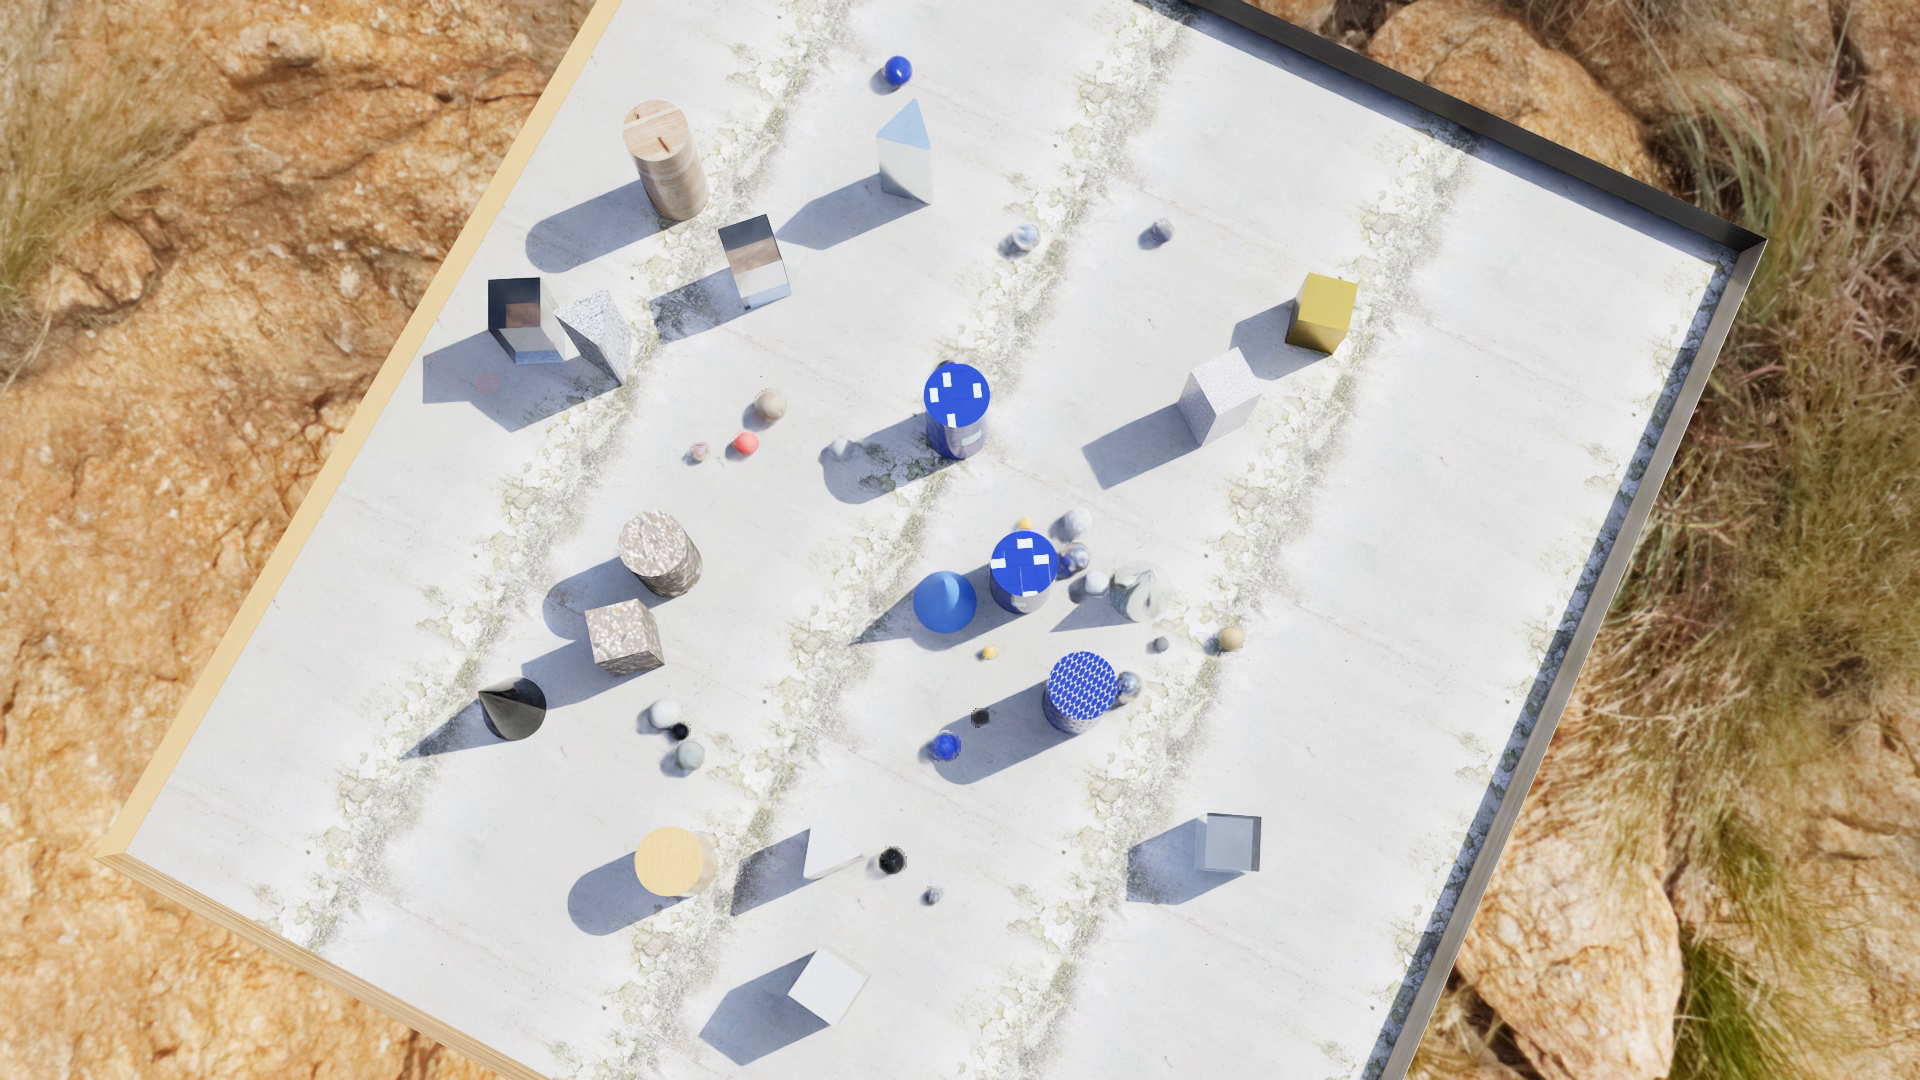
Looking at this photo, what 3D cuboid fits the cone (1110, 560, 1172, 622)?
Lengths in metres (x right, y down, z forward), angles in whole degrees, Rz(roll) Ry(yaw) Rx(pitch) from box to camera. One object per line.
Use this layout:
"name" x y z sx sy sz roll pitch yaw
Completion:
"cone" 0.552 0.120 5.414 0.194 0.348 0.194 0 78 0

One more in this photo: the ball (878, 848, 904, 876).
"ball" -0.201 0.945 5.381 0.078 0.078 0.078 0 78 0

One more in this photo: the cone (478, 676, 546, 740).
"cone" -1.340 0.464 5.301 0.194 0.431 0.194 0 78 0

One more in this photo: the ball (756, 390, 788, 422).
"ball" -0.580 -0.413 5.653 0.097 0.097 0.097 0 78 0

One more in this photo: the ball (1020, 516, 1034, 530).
"ball" 0.204 -0.049 5.604 0.044 0.044 0.044 0 78 0

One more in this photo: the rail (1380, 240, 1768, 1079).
"rail" 1.606 0.793 5.387 0.045 0.126 3.936 26 80 5

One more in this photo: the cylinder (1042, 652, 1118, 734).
"cylinder" 0.343 0.448 5.316 0.194 0.407 0.194 0 78 0

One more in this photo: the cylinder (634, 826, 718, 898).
"cylinder" -0.814 0.929 5.272 0.194 0.299 0.194 0 78 0

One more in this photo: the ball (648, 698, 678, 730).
"ball" -0.884 0.518 5.463 0.090 0.090 0.090 0 78 0

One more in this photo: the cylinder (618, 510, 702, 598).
"cylinder" -0.883 0.045 5.427 0.194 0.353 0.194 0 78 0

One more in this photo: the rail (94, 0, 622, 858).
"rail" -1.606 -0.780 5.713 0.045 0.126 3.936 26 80 5

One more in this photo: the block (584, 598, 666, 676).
"block" -0.984 0.291 5.400 0.155 0.306 0.155 -14 79 -3

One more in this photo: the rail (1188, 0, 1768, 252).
"rail" 0.870 -1.697 5.902 3.638 0.126 0.045 26 80 5

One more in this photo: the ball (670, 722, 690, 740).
"ball" -0.835 0.572 5.470 0.055 0.055 0.055 0 78 0

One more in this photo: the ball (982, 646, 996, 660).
"ball" 0.089 0.338 5.525 0.041 0.041 0.041 0 78 0

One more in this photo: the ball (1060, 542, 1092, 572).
"ball" 0.351 0.052 5.558 0.093 0.093 0.093 0 78 0

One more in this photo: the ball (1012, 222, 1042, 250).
"ball" 0.212 -0.956 5.768 0.090 0.090 0.090 0 78 0

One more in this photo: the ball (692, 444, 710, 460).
"ball" -0.800 -0.271 5.645 0.054 0.054 0.054 0 78 0

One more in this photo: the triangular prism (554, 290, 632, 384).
"triangular prism" -1.072 -0.630 5.534 0.168 0.417 0.145 35 80 7

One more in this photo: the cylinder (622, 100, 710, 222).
"cylinder" -0.895 -1.155 5.614 0.194 0.472 0.194 0 78 0

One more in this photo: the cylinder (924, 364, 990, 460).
"cylinder" -0.009 -0.381 5.499 0.194 0.384 0.194 0 78 0

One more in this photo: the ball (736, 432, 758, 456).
"ball" -0.656 -0.297 5.641 0.072 0.072 0.072 0 78 0

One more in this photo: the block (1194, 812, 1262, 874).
"block" 0.774 0.880 5.308 0.155 0.248 0.155 4 78 1

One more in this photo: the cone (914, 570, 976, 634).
"cone" -0.046 0.152 5.400 0.194 0.363 0.194 0 78 0

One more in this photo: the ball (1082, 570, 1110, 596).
"ball" 0.412 0.130 5.547 0.083 0.083 0.083 0 78 0

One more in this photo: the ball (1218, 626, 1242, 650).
"ball" 0.813 0.297 5.518 0.073 0.073 0.073 0 78 0

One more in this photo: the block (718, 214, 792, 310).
"block" -0.628 -0.851 5.632 0.155 0.315 0.155 -19 79 -4

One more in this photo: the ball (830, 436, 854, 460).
"ball" -0.365 -0.281 5.637 0.074 0.074 0.074 0 78 0

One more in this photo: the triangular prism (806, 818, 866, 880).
"triangular prism" -0.384 0.875 5.287 0.168 0.291 0.145 -22 79 -4

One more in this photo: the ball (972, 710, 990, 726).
"ball" 0.064 0.533 5.480 0.052 0.052 0.052 0 78 0

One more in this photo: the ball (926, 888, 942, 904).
"ball" -0.075 1.043 5.377 0.046 0.046 0.046 0 78 0

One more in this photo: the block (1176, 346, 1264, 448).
"block" 0.778 -0.425 5.516 0.155 0.370 0.155 -27 80 -5

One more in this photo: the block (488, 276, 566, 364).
"block" -1.315 -0.664 5.577 0.155 0.347 0.155 -3 78 -1

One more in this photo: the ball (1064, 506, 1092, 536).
"ball" 0.361 -0.058 5.584 0.088 0.088 0.088 0 78 0

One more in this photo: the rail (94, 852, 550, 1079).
"rail" -0.870 1.710 5.197 3.638 0.126 0.045 26 80 5

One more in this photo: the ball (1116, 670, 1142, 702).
"ball" 0.499 0.438 5.478 0.094 0.094 0.094 0 78 0

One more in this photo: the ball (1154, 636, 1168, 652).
"ball" 0.607 0.315 5.527 0.047 0.047 0.047 0 78 0

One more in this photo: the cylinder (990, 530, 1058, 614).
"cylinder" 0.186 0.099 5.436 0.194 0.313 0.194 0 78 0

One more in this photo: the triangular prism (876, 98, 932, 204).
"triangular prism" -0.151 -1.204 5.650 0.168 0.422 0.145 14 79 3

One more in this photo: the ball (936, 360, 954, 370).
"ball" -0.041 -0.525 5.689 0.071 0.071 0.071 0 78 0

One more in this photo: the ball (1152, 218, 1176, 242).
"ball" 0.642 -0.978 5.779 0.078 0.078 0.078 0 78 0

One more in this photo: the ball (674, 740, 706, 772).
"ball" -0.802 0.640 5.437 0.092 0.092 0.092 0 78 0

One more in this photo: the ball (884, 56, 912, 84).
"ball" -0.198 -1.508 5.881 0.093 0.093 0.093 0 78 0

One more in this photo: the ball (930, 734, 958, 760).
"ball" -0.045 0.615 5.447 0.082 0.082 0.082 0 78 0

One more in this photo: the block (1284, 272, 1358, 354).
"block" 1.111 -0.695 5.641 0.155 0.234 0.155 14 79 3

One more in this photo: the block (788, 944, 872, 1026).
"block" -0.362 1.255 5.175 0.155 0.356 0.155 33 80 6
